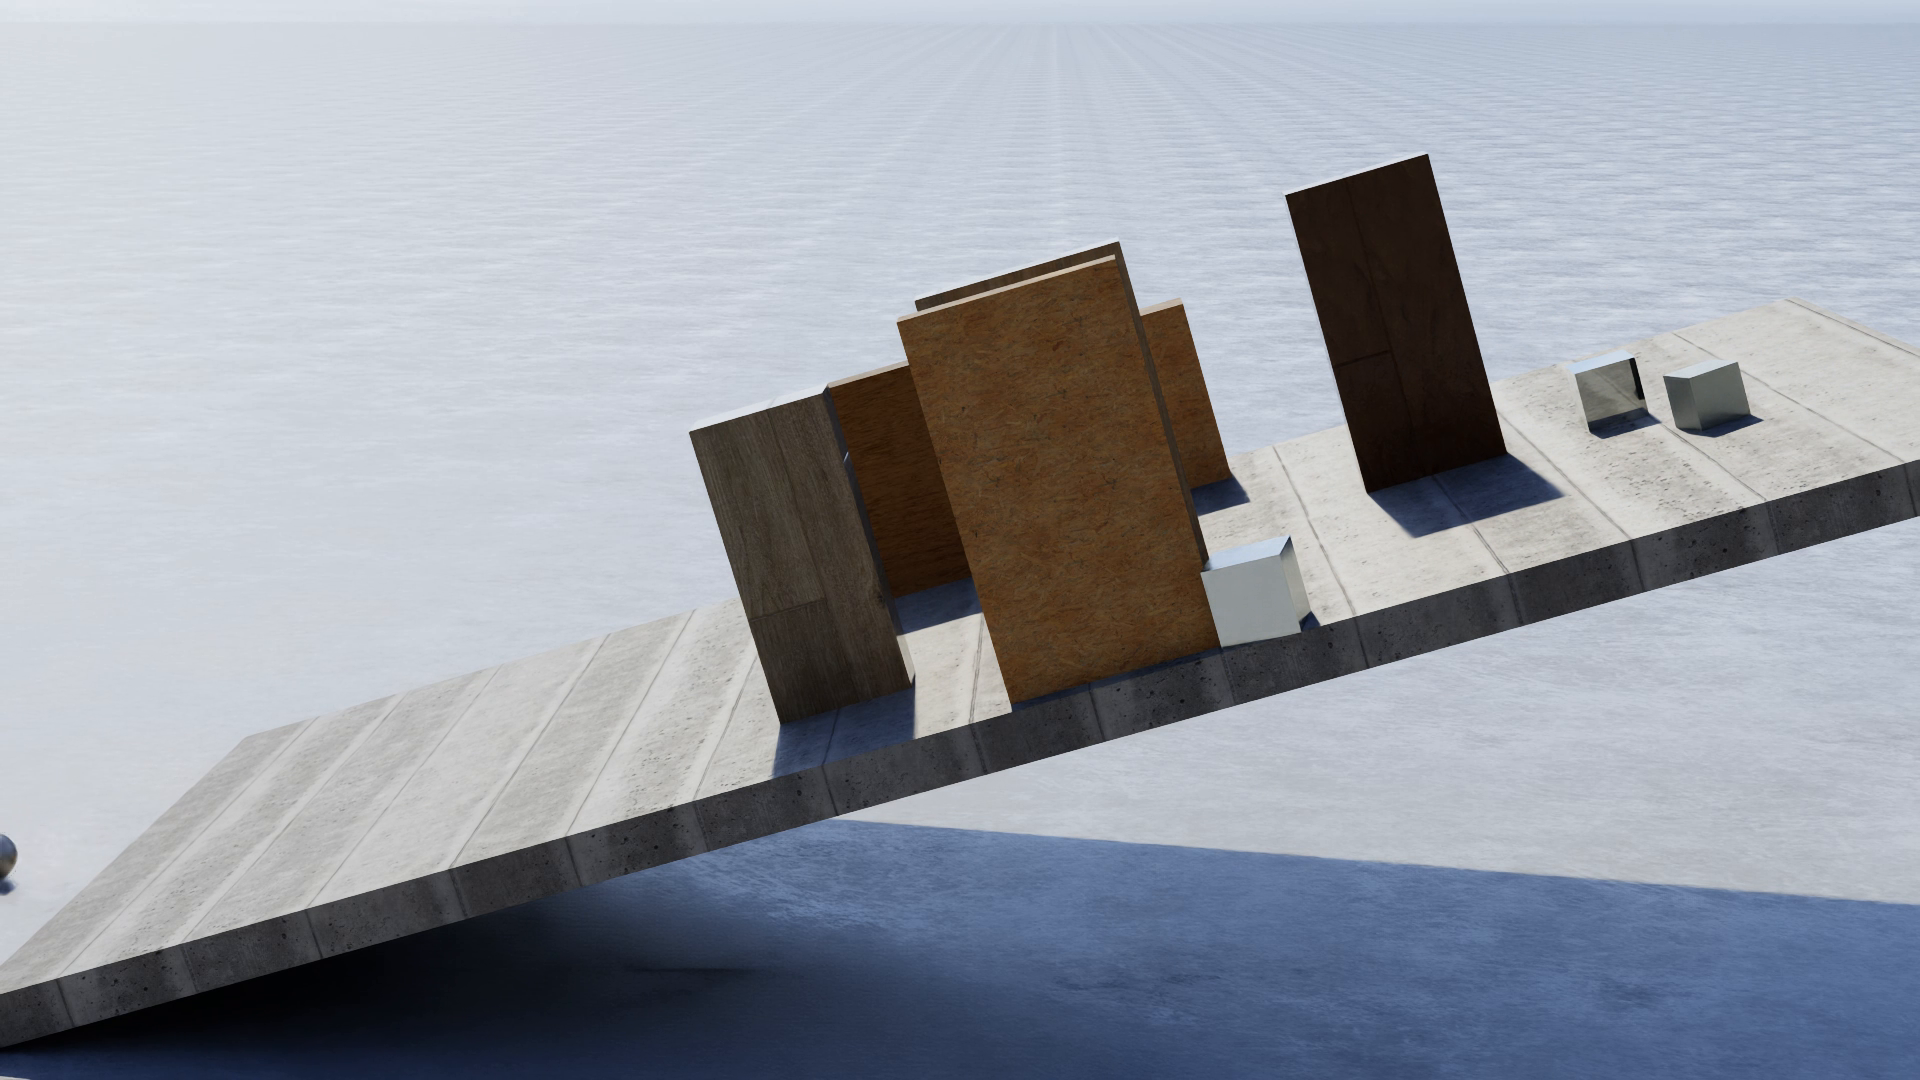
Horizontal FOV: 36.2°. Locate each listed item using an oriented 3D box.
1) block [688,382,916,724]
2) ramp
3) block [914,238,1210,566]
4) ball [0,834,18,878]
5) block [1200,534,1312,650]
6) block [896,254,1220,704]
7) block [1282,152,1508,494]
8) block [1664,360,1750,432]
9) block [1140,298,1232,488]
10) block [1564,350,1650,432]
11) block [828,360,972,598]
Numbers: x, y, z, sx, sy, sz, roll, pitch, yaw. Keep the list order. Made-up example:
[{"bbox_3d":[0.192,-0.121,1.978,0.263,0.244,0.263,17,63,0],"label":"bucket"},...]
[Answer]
[{"bbox_3d":[-0.307,0.026,5.795,0.270,0.606,0.149,-16,10,5],"label":"block"},{"bbox_3d":[0.090,0.187,6.320,4.000,0.100,2.000,-16,10,5],"label":"ramp"},{"bbox_3d":[0.214,-0.223,6.042,0.431,0.698,0.098,-16,10,5],"label":"block"},{"bbox_3d":[-2.165,0.708,6.579,0.108,0.108,0.108,0,11,0],"label":"ball"},{"bbox_3d":[0.540,0.095,5.354,0.148,0.148,0.148,-14,10,17],"label":"block"},{"bbox_3d":[0.186,-0.107,5.347,0.407,0.731,0.083,-16,10,5],"label":"block"},{"bbox_3d":[0.929,-0.464,6.292,0.311,0.665,0.091,-16,10,5],"label":"block"},{"bbox_3d":[1.522,-0.296,5.995,0.112,0.112,0.112,-19,10,-11],"label":"block"},{"bbox_3d":[0.444,-0.325,7.019,0.295,0.429,0.145,-16,10,5],"label":"block"},{"bbox_3d":[1.386,-0.320,6.304,0.130,0.130,0.130,-16,10,5],"label":"block"},{"bbox_3d":[-0.172,-0.129,6.731,0.409,0.505,0.111,-16,10,5],"label":"block"}]
